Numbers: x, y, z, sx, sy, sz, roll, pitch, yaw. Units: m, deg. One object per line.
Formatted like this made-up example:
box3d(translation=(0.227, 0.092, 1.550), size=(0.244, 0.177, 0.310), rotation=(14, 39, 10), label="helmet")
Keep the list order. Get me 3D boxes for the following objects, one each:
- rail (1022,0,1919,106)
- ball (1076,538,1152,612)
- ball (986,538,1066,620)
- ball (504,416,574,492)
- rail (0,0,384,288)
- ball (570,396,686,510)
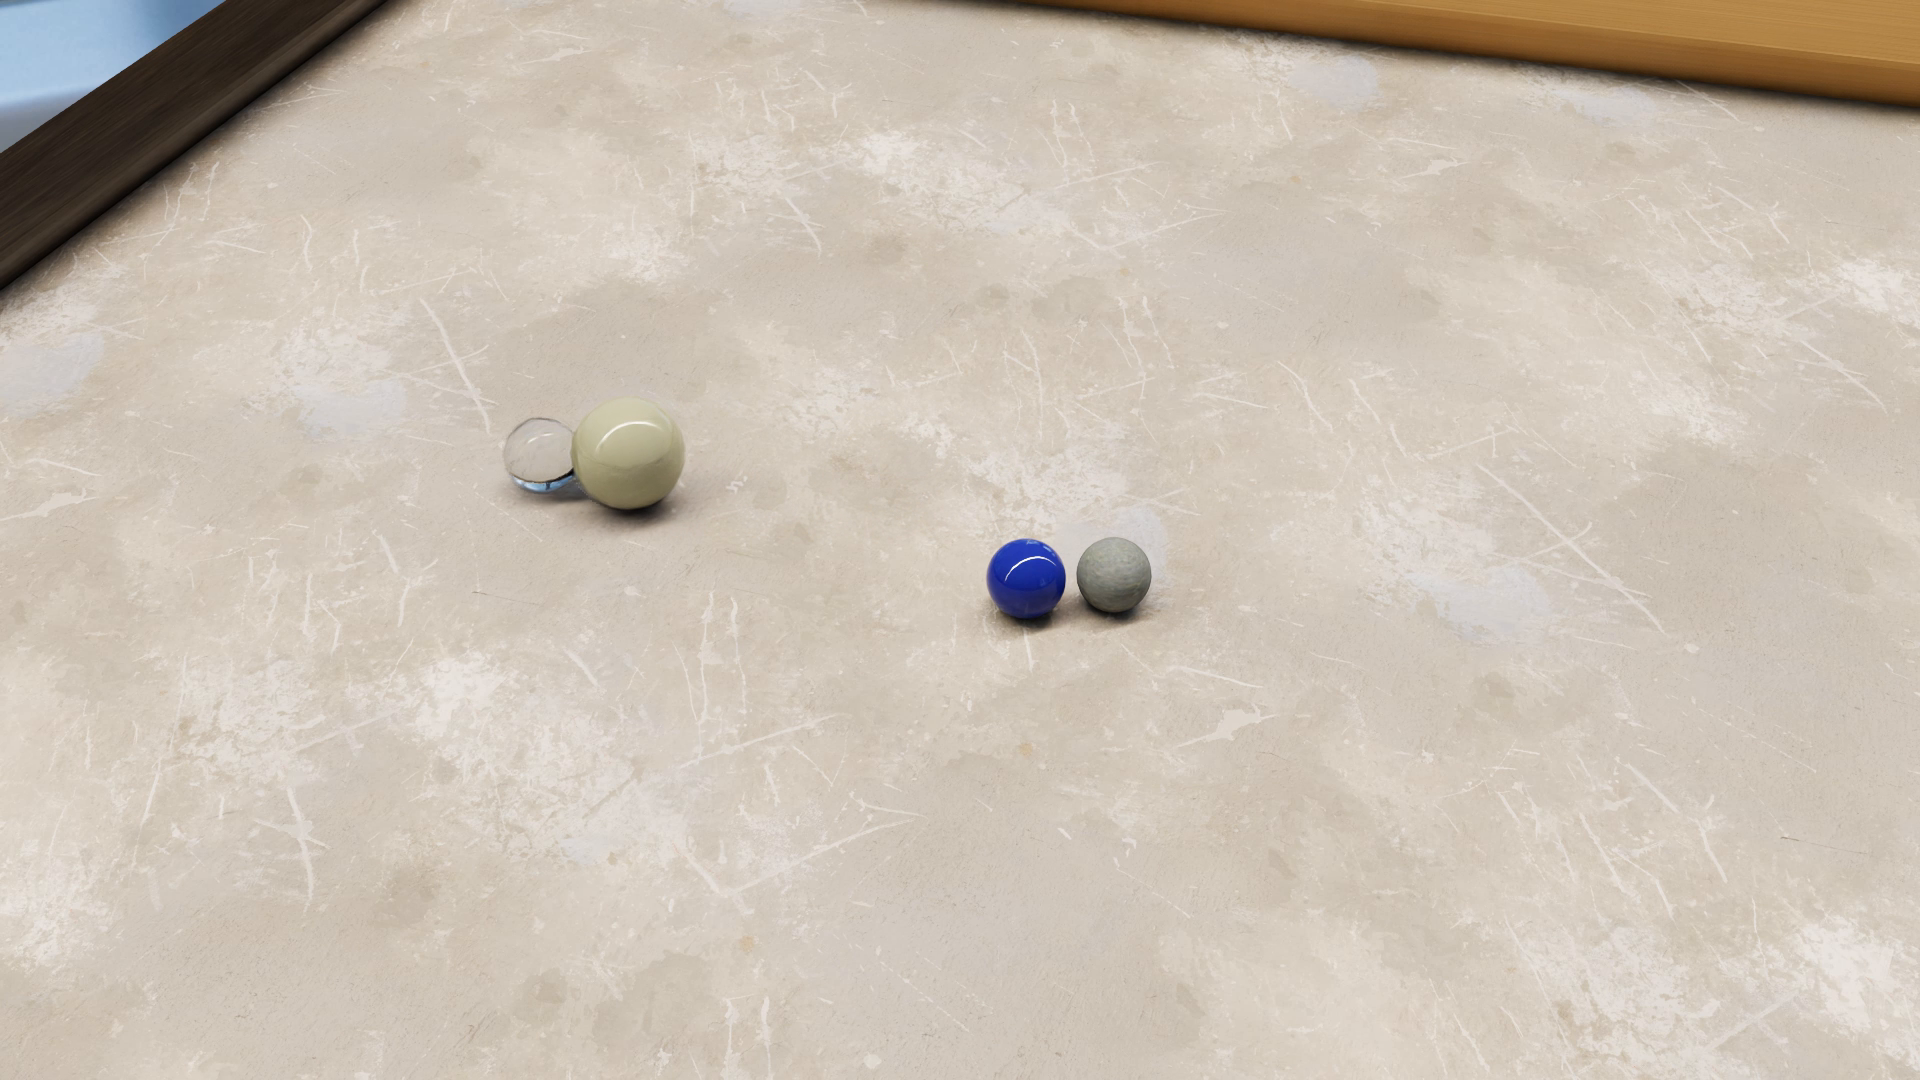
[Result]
box3d(translation=(1.325, -0.466, 2.684), size=(4.092, 0.122, 0.045), rotation=(10, 35, 14), label="rail")
box3d(translation=(0.120, 0.027, 1.996), size=(0.059, 0.059, 0.059), rotation=(0, 33, 0), label="ball")
box3d(translation=(0.051, 0.030, 1.988), size=(0.063, 0.063, 0.063), rotation=(0, 33, 0), label="ball")
box3d(translation=(-0.349, -0.071, 2.141), size=(0.063, 0.063, 0.063), rotation=(0, 33, 0), label="ball")
box3d(translation=(-0.953, -0.188, 2.262), size=(0.045, 0.122, 2.377), rotation=(10, 35, 14), label="rail")
box3d(translation=(-0.273, -0.072, 2.114), size=(0.094, 0.094, 0.094), rotation=(0, 33, 0), label="ball")
